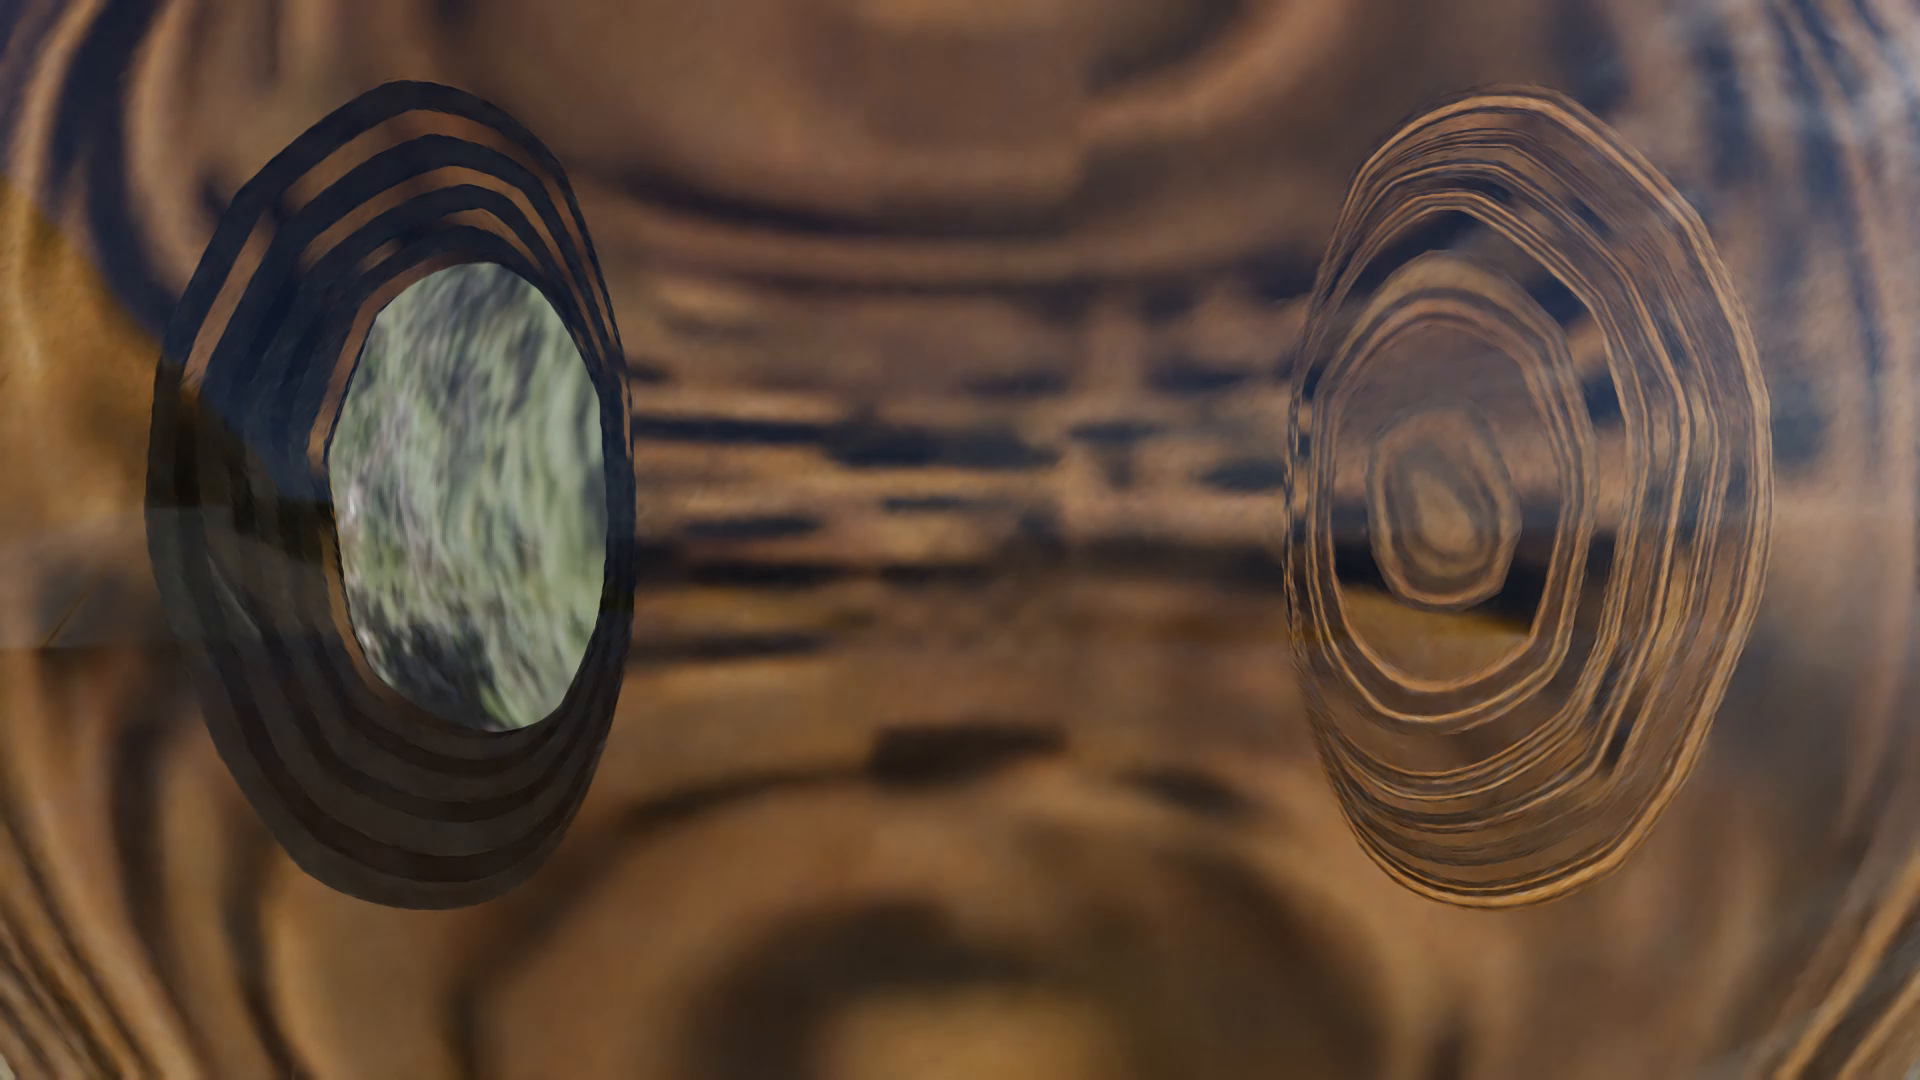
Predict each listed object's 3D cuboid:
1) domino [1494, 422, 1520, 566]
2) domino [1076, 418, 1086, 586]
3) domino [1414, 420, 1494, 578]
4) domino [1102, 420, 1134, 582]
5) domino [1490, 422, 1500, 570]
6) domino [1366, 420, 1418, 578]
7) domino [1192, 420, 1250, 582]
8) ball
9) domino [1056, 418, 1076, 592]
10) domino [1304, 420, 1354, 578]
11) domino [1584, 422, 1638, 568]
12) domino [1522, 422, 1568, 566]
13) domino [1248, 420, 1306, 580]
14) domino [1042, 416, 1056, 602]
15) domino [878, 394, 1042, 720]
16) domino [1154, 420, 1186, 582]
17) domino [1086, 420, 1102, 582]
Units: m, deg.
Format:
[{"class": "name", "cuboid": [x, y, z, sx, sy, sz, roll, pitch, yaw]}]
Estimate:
[{"class": "domino", "cuboid": [0.191, -0.017, 0.461, 0.009, 0.050, 0.025, 0, 4, 5]}, {"class": "domino", "cuboid": [0.025, -0.012, 0.388, 0.025, 0.050, 0.010, 1, 4, 17]}, {"class": "domino", "cuboid": [0.160, -0.014, 0.419, 0.010, 0.050, 0.025, -2, 5, -29]}, {"class": "domino", "cuboid": [0.049, -0.013, 0.408, 0.009, 0.050, 0.025, 0, 4, 2]}, {"class": "domino", "cuboid": [0.168, -0.015, 0.436, 0.025, 0.050, 0.010, 1, 4, 10]}, {"class": "domino", "cuboid": [0.140, -0.014, 0.417, 0.010, 0.050, 0.025, 0, 4, 5]}, {"class": "domino", "cuboid": [0.082, -0.013, 0.405, 0.009, 0.050, 0.025, -1, 4, -9]}, {"class": "ball", "cuboid": [0.000, -0.002, 0.056, 0.080, 0.080, 0.080, 0, 4, 0]}, {"class": "domino", "cuboid": [0.021, -0.010, 0.373, 0.025, 0.050, 0.009, 1, 4, 16]}, {"class": "domino", "cuboid": [0.117, -0.014, 0.418, 0.010, 0.050, 0.025, -1, 4, -10]}, {"class": "domino", "cuboid": [0.228, -0.016, 0.451, 0.010, 0.050, 0.025, 1, 4, 13]}, {"class": "domino", "cuboid": [0.208, -0.017, 0.457, 0.009, 0.050, 0.025, 1, 4, 16]}, {"class": "domino", "cuboid": [0.098, -0.013, 0.411, 0.010, 0.050, 0.025, -2, 5, -25]}, {"class": "domino", "cuboid": [0.013, -0.009, 0.350, 0.025, 0.050, 0.010, 1, 5, 18]}, {"class": "domino", "cuboid": [0.000, 0.002, 0.201, 0.025, 0.050, 0.009, 0, 4, 0]}, {"class": "domino", "cuboid": [0.066, -0.013, 0.406, 0.009, 0.050, 0.025, 1, 4, 9]}, {"class": "domino", "cuboid": [0.032, -0.013, 0.403, 0.025, 0.050, 0.010, 4, 6, 42]}]
